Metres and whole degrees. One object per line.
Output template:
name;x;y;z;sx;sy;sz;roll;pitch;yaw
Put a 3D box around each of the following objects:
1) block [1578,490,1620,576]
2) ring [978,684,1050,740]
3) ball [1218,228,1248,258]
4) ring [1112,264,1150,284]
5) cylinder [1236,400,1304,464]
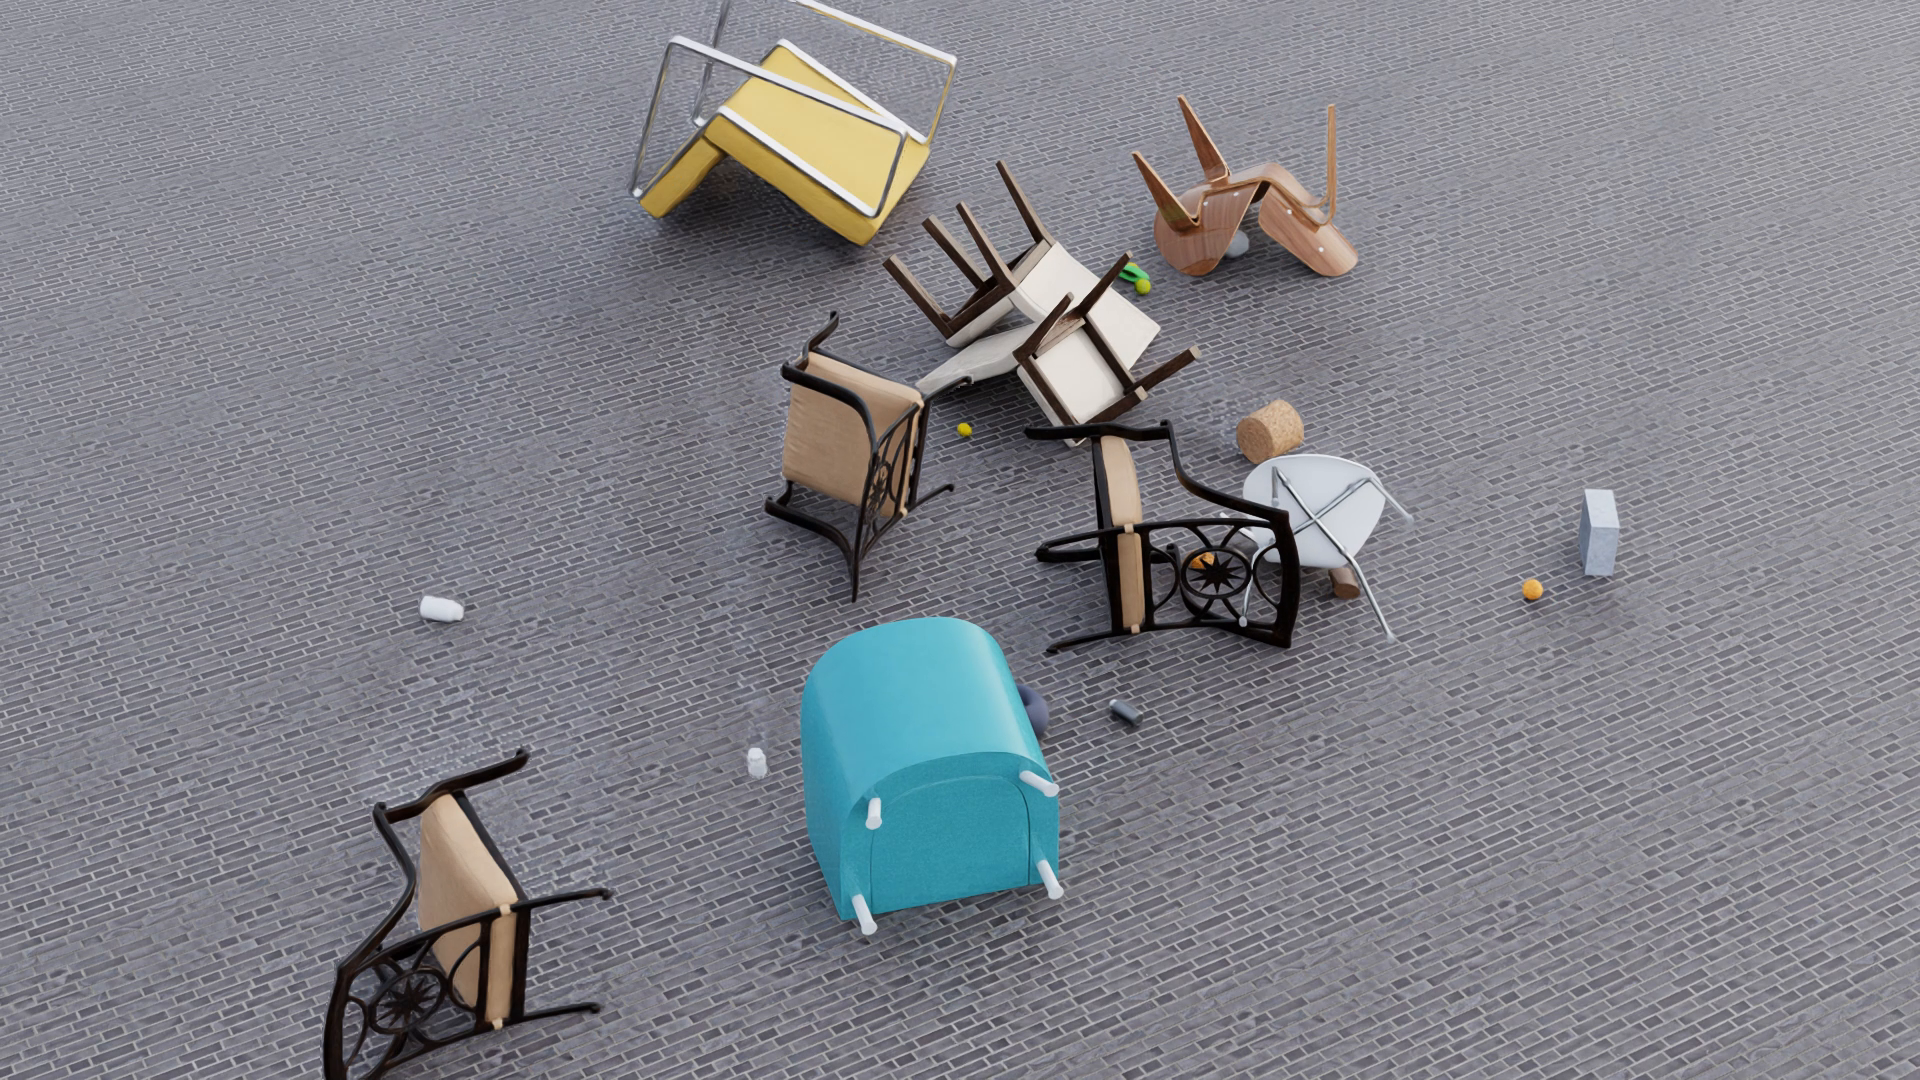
block;2.351;-0.028;10.796;0.102;0.211;0.255;3;33;4
ring;0.183;0.581;9.948;0.261;0.129;0.192;19;40;30
ball;1.192;-1.292;12.787;0.131;0.131;0.131;0;33;0
ring;0.737;-1.149;12.633;0.180;0.062;0.057;25;29;22
cylinder;1.205;-0.419;11.399;0.177;0.199;0.189;-29;45;-36
